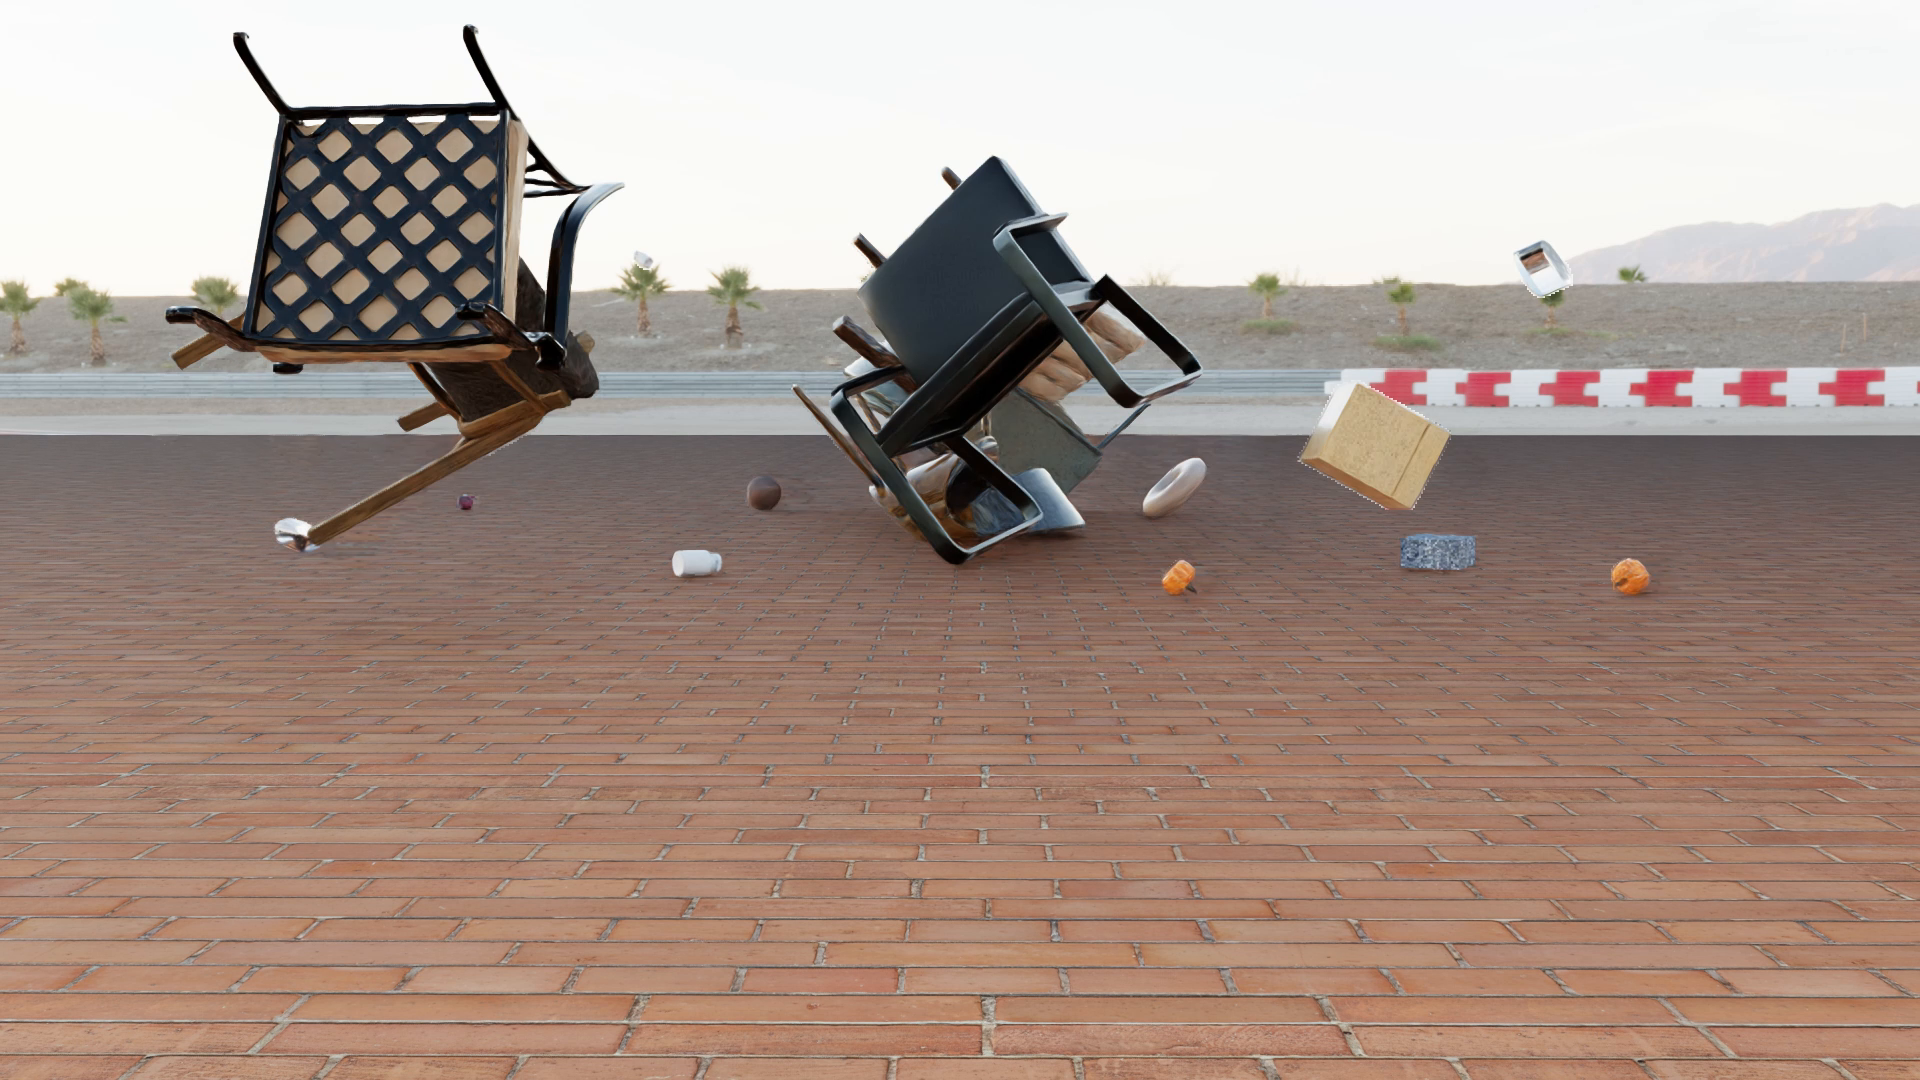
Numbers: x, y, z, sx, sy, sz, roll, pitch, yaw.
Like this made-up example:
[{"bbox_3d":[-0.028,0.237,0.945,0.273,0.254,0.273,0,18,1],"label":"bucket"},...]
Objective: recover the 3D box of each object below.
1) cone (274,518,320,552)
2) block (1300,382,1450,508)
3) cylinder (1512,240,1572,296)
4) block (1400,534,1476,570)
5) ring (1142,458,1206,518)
[{"bbox_3d":[-1.785,-0.010,5.979,0.130,0.083,0.189,26,-10,-24],"label":"cone"},{"bbox_3d":[1.004,-0.226,5.331,0.258,0.202,0.179,28,-2,-4],"label":"block"},{"bbox_3d":[1.940,-0.907,7.333,0.109,0.186,0.085,-24,25,43],"label":"cylinder"},{"bbox_3d":[1.213,0.030,5.574,0.147,0.074,0.196,2,4,25],"label":"block"},{"bbox_3d":[0.755,-0.183,7.744,0.275,0.074,0.279,-32,14,49],"label":"ring"}]
